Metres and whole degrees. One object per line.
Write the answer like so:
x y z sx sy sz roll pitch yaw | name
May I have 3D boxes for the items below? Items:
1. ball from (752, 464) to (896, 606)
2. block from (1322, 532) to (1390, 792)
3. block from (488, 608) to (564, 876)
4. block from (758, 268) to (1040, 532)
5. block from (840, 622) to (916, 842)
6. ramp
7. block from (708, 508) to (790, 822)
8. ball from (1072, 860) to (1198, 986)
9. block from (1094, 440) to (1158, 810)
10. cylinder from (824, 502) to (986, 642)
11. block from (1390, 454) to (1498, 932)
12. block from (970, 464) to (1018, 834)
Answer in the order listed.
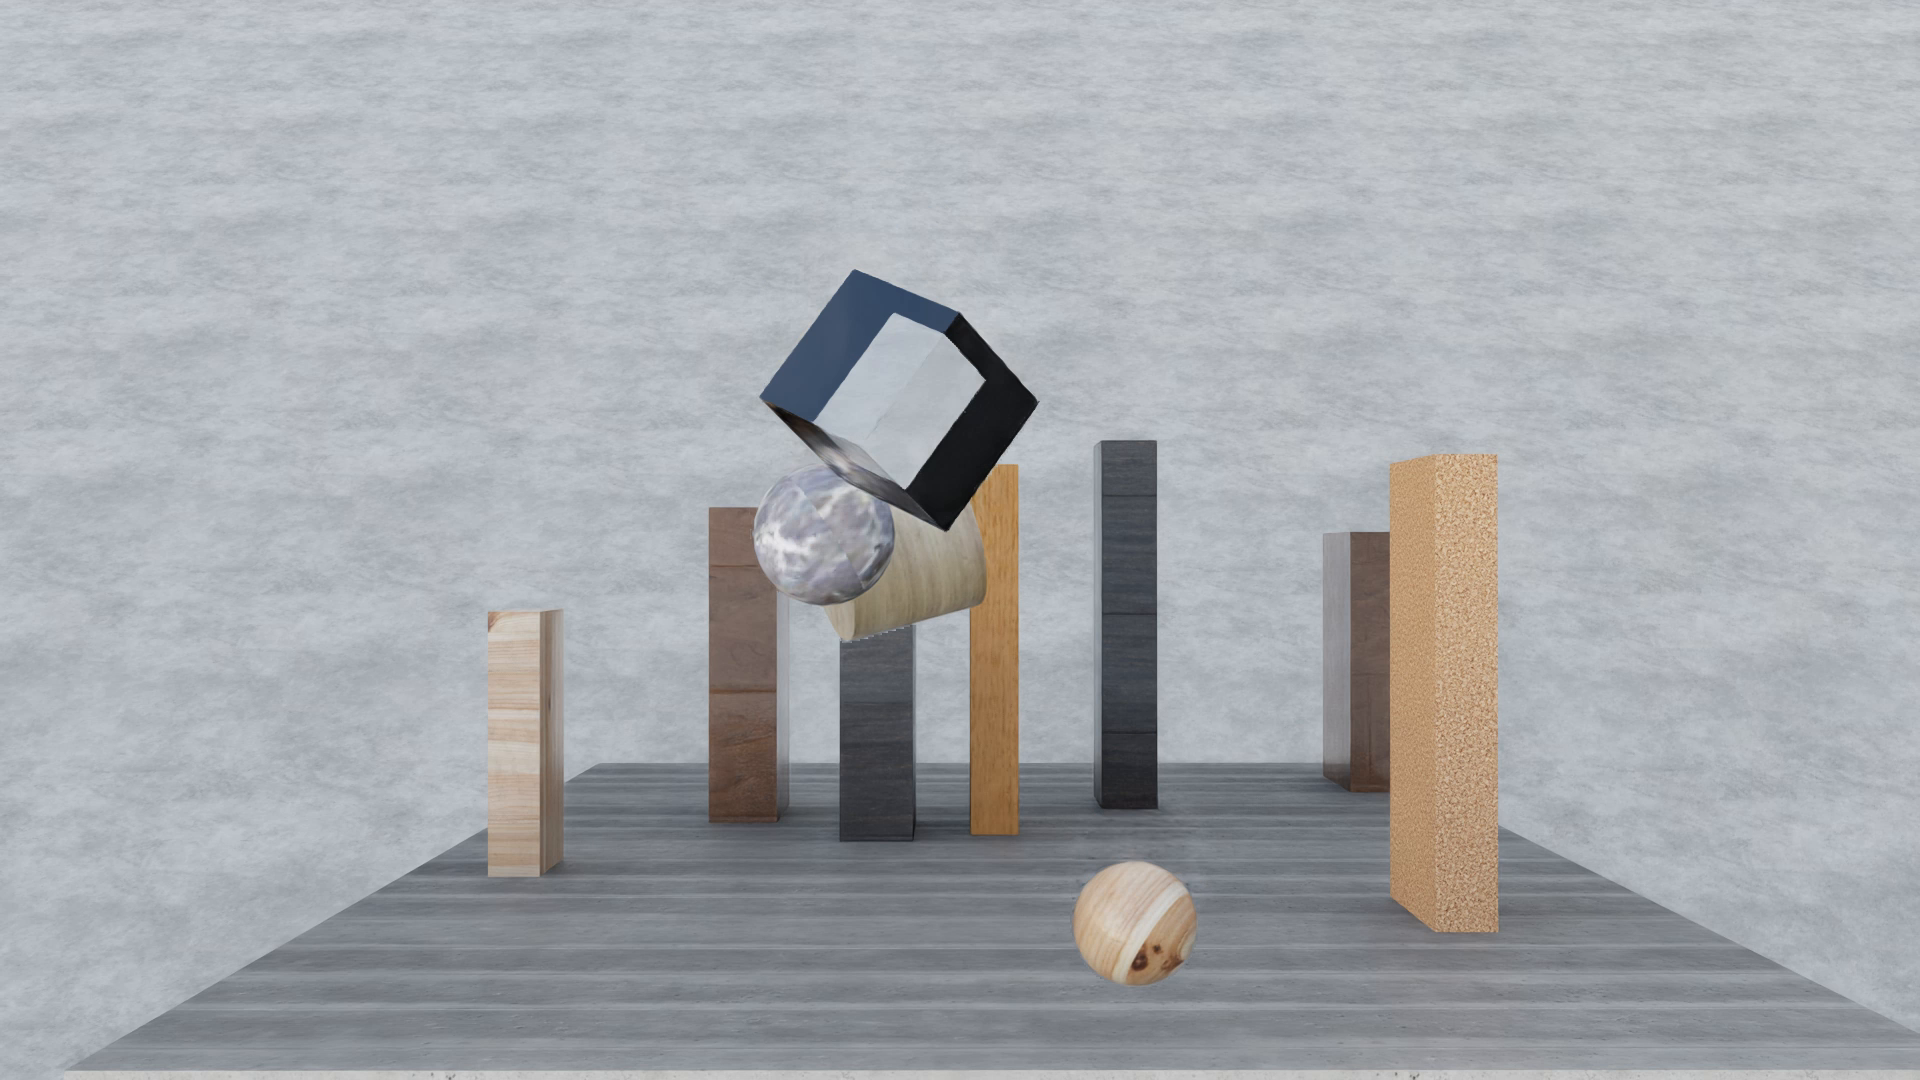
-0.146 -0.006 2.793 0.154 0.154 0.154 0 31 0 | ball
0.940 0.277 6.069 0.117 0.588 0.443 0 0 0 | block
-0.744 0.341 4.446 0.086 0.441 0.264 0 0 0 | block
-0.056 -0.130 2.398 0.151 0.151 0.151 27 77 43 | block
-0.157 0.361 5.028 0.137 0.407 0.375 0 0 0 | block
0.069 0.613 4.686 2.000 0.100 4.000 0 0 0 | ramp
-0.435 0.251 5.377 0.136 0.632 0.383 0 0 0 | block
0.194 0.425 2.872 0.138 0.138 0.138 0 31 0 | ball
0.357 0.179 5.612 0.118 0.778 0.312 0 0 0 | block
-0.075 0.018 3.003 0.162 0.162 0.162 -15 34 -17 | cylinder
0.718 0.218 3.866 0.089 0.678 0.385 0 0 0 | block
0.066 0.211 5.164 0.092 0.710 0.408 0 0 0 | block
